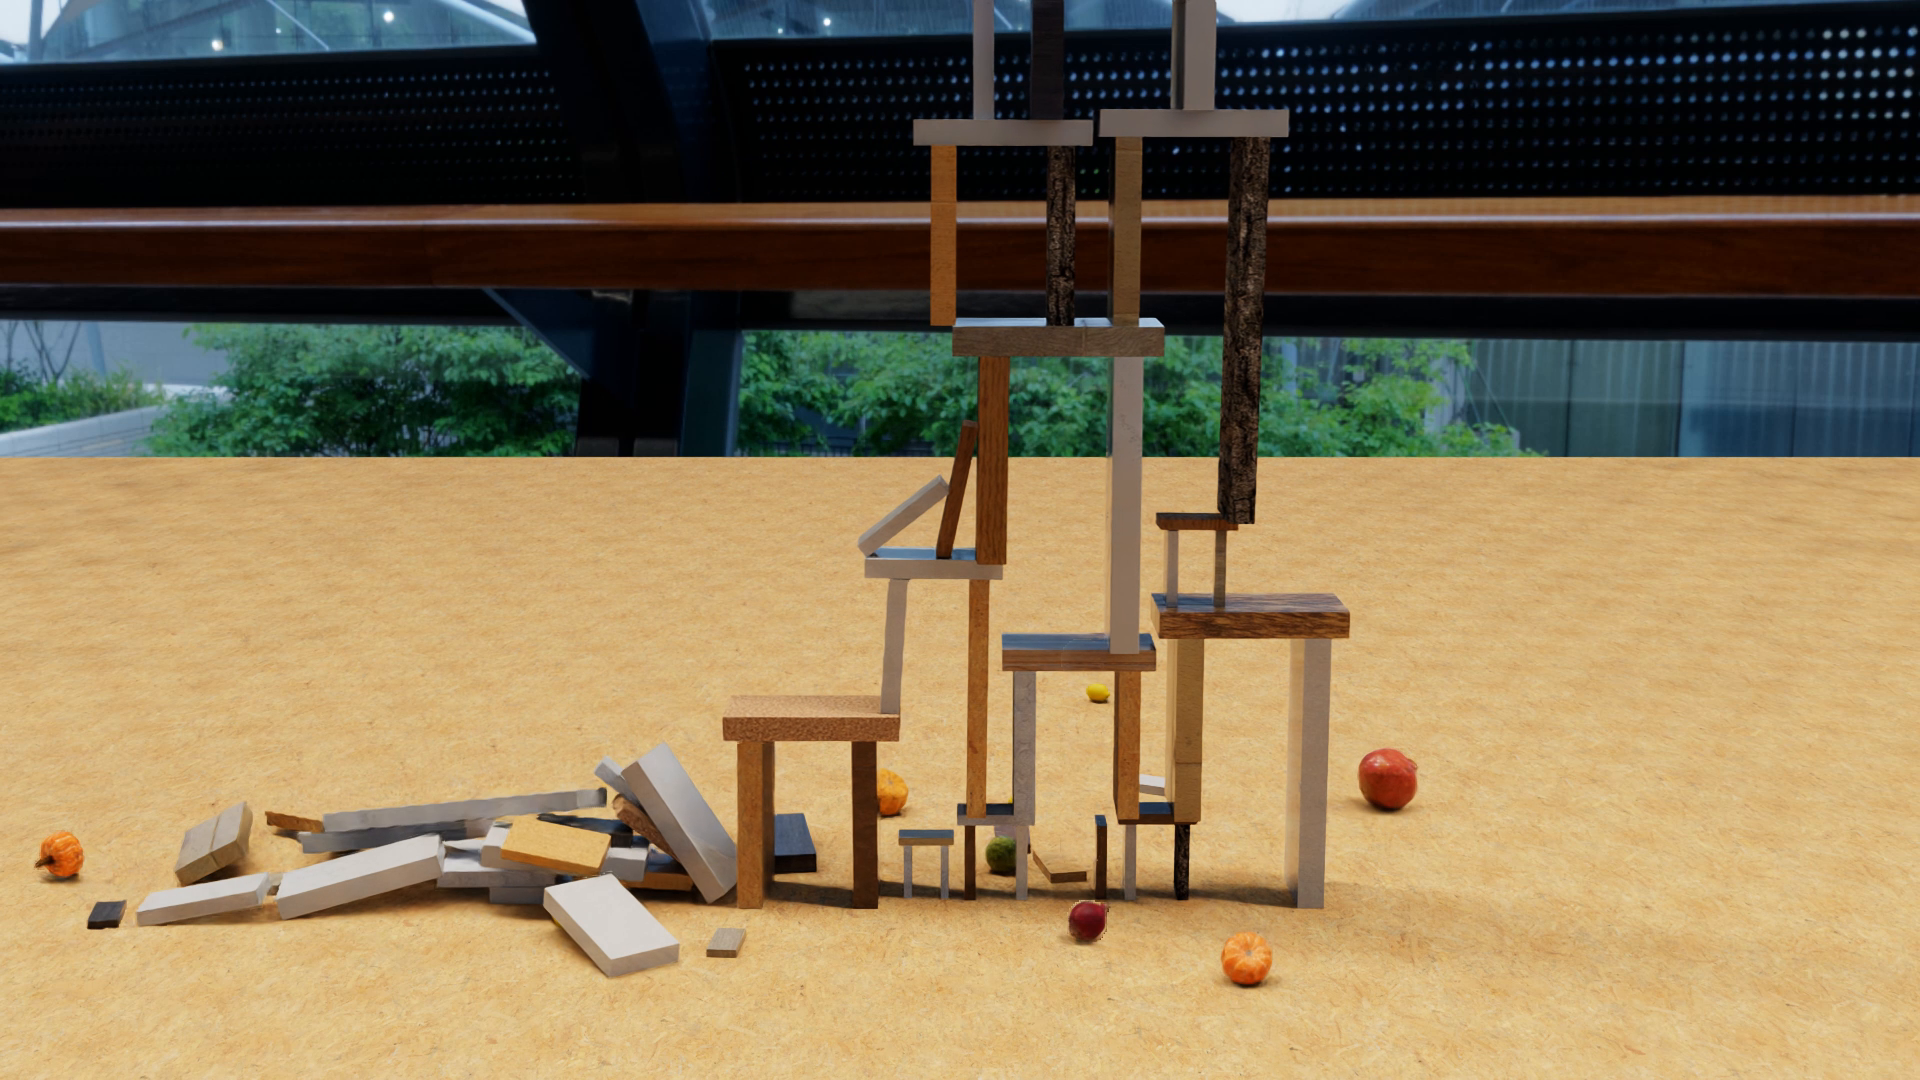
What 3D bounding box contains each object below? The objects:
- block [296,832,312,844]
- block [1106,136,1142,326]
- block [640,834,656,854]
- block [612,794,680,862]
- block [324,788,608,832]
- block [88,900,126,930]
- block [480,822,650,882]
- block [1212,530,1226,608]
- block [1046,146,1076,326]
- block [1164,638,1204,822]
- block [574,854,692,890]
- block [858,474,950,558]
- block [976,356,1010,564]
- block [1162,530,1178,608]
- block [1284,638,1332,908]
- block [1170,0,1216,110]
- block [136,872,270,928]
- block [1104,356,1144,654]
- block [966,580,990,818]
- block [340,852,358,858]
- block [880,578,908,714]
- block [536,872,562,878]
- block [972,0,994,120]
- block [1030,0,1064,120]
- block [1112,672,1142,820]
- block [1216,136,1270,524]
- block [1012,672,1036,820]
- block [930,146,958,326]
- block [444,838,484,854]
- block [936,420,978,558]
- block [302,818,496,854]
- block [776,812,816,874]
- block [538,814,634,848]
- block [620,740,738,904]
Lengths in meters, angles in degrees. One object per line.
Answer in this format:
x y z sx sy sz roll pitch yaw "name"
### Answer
-1.094 0.531 3.941 0.171 0.018 0.062 2 11 11 "block"
0.259 -0.488 3.465 0.041 0.290 0.145 0 11 0 "block"
-0.627 0.549 3.819 0.181 0.026 0.090 -5 12 -25 "block"
-0.511 0.487 3.680 0.158 0.022 0.079 39 0 -18 "block"
-0.838 0.457 3.720 0.472 0.032 0.113 -7 -6 16 "block"
-1.377 0.605 3.551 0.046 0.013 0.093 -2 11 -12 "block"
-0.646 0.513 3.623 0.262 0.037 0.131 6 9 -5 "block"
0.421 0.041 3.564 0.018 0.125 0.063 1 11 4 "block"
0.159 -0.482 3.470 0.039 0.276 0.138 0 11 0 "block"
0.368 0.294 3.616 0.043 0.304 0.152 0 11 -1 "block"
-0.547 0.551 3.676 0.194 0.027 0.097 6 10 -11 "block"
-0.091 -0.040 3.554 0.168 0.024 0.084 -38 9 6 "block"
0.052 -0.138 3.531 0.047 0.329 0.165 1 11 -1 "block"
0.342 0.041 3.564 0.018 0.125 0.063 0 11 0 "block"
0.573 0.367 3.631 0.043 0.453 0.152 0 11 0 "block"
0.363 -0.836 3.405 0.047 0.334 0.167 0 11 -2 "block"
-1.224 0.582 3.561 0.192 0.026 0.090 -10 11 -4 "block"
0.263 -0.066 3.542 0.047 0.474 0.165 0 11 0 "block"
0.029 0.249 3.610 0.031 0.398 0.111 1 11 0 "block"
-1.007 0.554 3.814 0.123 0.017 0.062 -4 11 -22 "block"
-0.107 0.162 3.593 0.031 0.221 0.111 4 10 -1 "block"
-0.692 0.534 3.620 0.093 0.013 0.046 10 11 17 "block"
0.036 -0.768 3.415 0.032 0.226 0.113 0 11 0 "block"
0.135 -0.828 3.403 0.047 0.349 0.167 0 11 0 "block"
0.274 0.322 3.620 0.035 0.247 0.124 0 11 0 "block"
0.450 -0.335 3.498 0.041 0.603 0.145 1 11 -1 "block"
0.105 0.322 3.622 0.035 0.250 0.124 0 11 0 "block"
-0.025 -0.483 3.471 0.039 0.276 0.138 0 11 1 "block"
-0.859 0.544 3.871 0.123 0.017 0.062 9 14 39 "block"
-0.005 -0.083 3.546 0.024 0.215 0.084 12 10 -3 "block"
-0.970 0.511 3.806 0.307 0.033 0.116 -7 -5 13 "block"
-0.322 0.535 3.876 0.116 0.033 0.232 -2 11 -9 "block"
-0.622 0.482 3.644 0.158 0.022 0.079 6 9 -7 "block"
-0.456 0.469 3.667 0.037 0.262 0.131 -34 1 16 "block"
